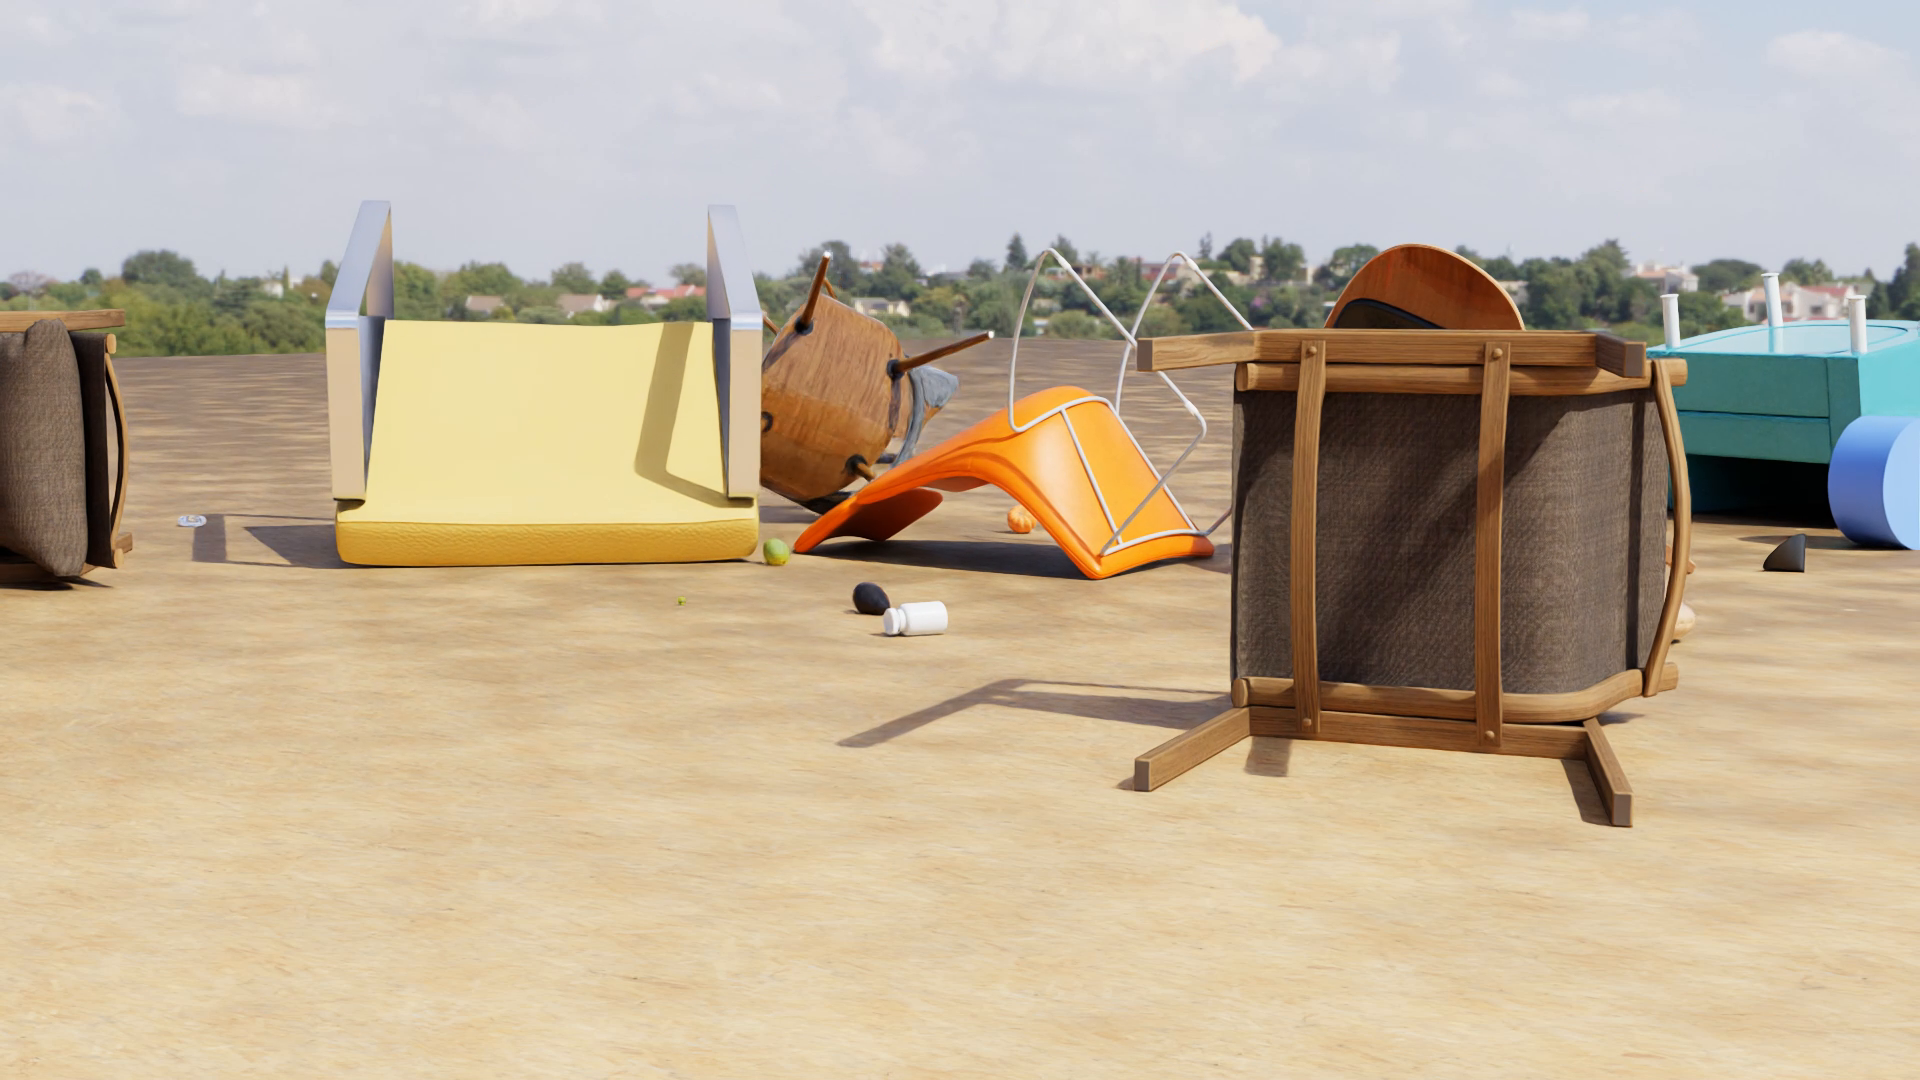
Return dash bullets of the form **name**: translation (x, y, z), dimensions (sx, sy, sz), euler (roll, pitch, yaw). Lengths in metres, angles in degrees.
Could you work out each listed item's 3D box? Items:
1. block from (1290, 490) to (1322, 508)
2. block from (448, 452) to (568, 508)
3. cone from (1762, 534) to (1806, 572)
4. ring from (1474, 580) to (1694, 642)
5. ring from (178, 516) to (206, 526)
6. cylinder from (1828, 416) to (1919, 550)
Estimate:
- **block**: translation (0.988, -0.117, 7.326), dimensions (0.066, 0.045, 0.105), euler (2, 6, 23)
- **block**: translation (-1.302, -0.174, 7.402), dimensions (0.326, 0.144, 0.223), euler (-1, 6, -6)
- **cone**: translation (1.861, 0.049, 5.722), dimensions (0.119, 0.067, 0.107), euler (-35, -31, -2)
- **ring**: translation (1.150, 0.130, 4.749), dimensions (0.270, 0.083, 0.465), euler (-3, 7, -38)
- **ring**: translation (-2.030, -0.050, 6.784), dimensions (0.071, 0.024, 0.096), euler (0, 6, -6)
- **cylinder**: translation (2.272, -0.142, 6.238), dimensions (0.298, 0.318, 0.157), euler (-9, 10, -33)
